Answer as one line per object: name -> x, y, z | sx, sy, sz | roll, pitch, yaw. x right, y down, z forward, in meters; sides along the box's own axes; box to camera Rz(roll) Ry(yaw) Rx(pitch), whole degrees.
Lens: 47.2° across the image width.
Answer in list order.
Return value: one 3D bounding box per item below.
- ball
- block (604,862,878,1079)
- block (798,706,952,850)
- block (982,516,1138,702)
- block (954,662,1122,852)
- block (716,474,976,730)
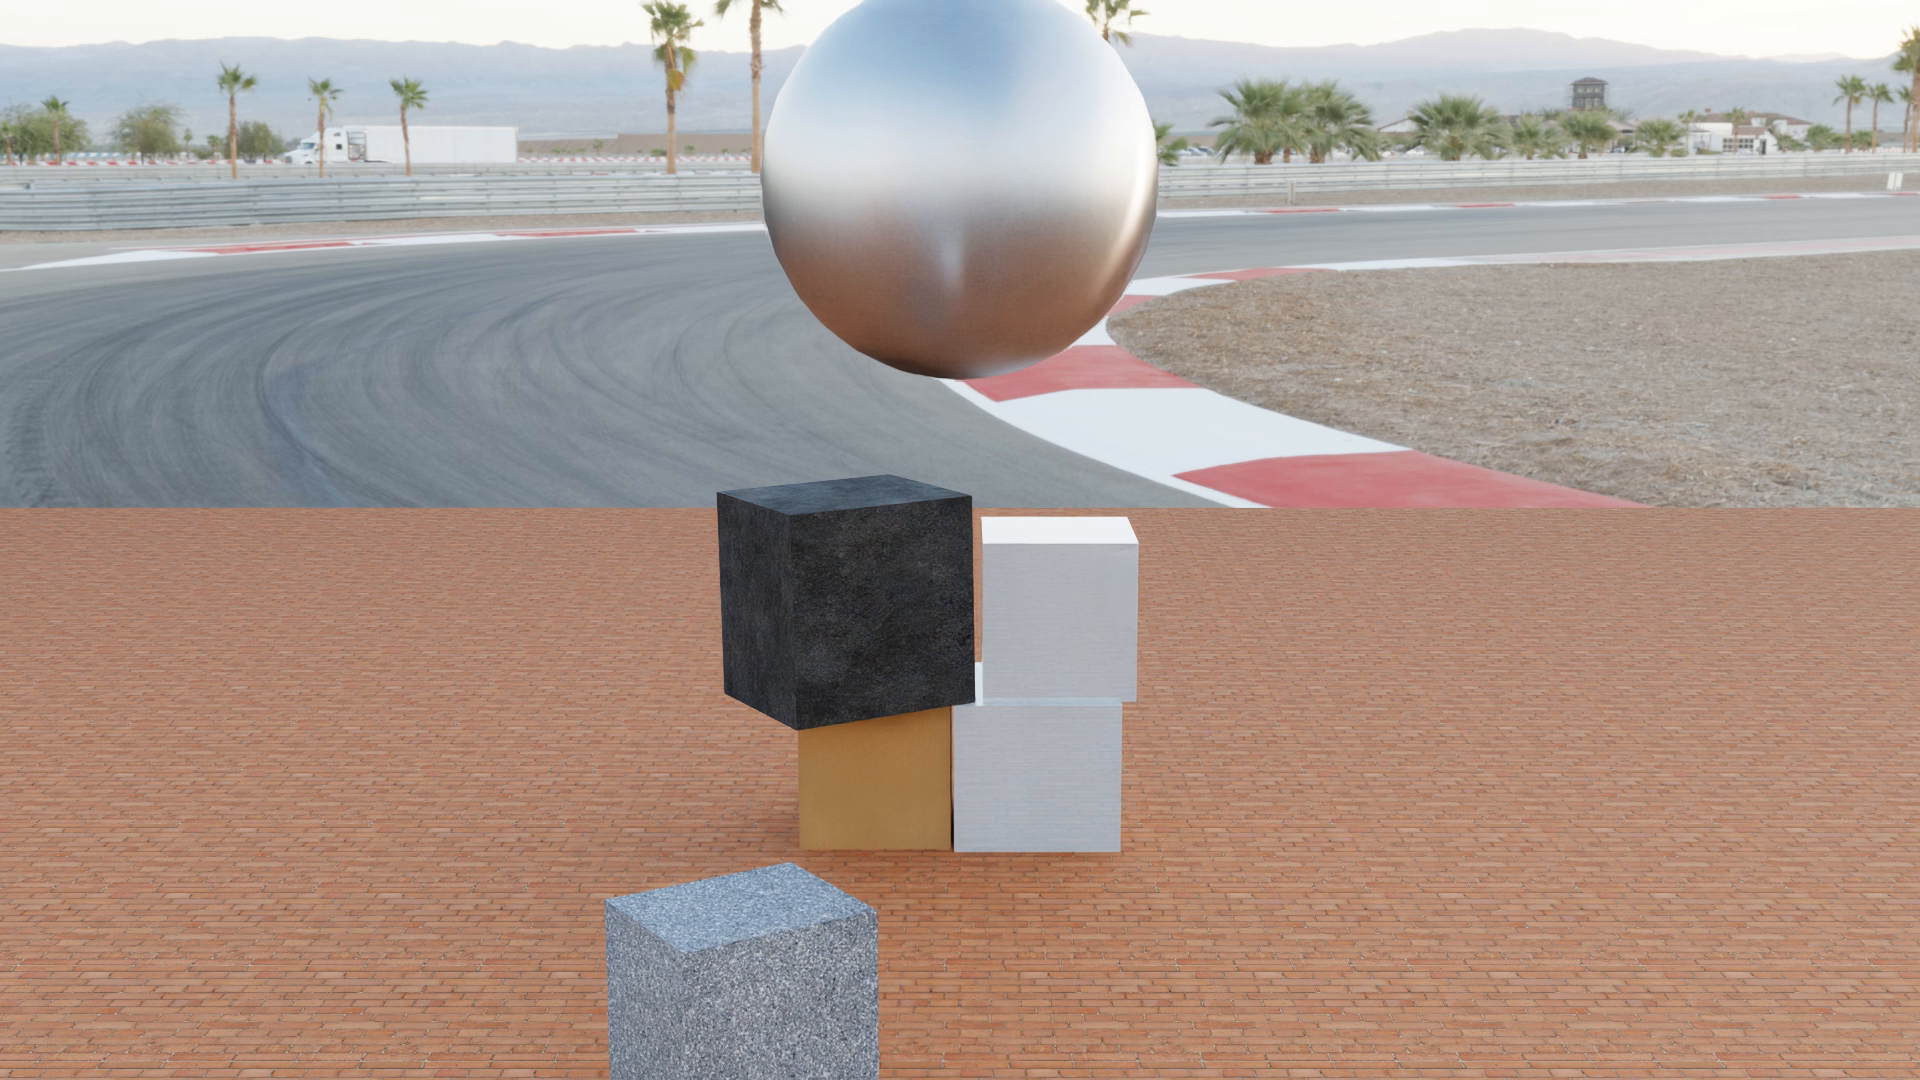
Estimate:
ball -> 0.000, -1.447, 8.842 | 1.600, 1.600, 1.600 | 0, 10, 0
block -> -0.787, 1.703, 7.948 | 0.765, 0.805, 0.637 | -7, 12, -33
block -> -0.426, 1.116, 11.363 | 0.758, 0.739, 0.805 | 0, 10, 0
block -> 0.495, 0.342, 11.241 | 0.764, 0.801, 0.766 | 0, 10, 0
block -> 0.385, 1.107, 11.371 | 0.832, 0.753, 0.913 | 0, 10, 0
block -> -0.570, 0.282, 10.959 | 0.980, 1.038, 0.859 | -7, 12, -29
